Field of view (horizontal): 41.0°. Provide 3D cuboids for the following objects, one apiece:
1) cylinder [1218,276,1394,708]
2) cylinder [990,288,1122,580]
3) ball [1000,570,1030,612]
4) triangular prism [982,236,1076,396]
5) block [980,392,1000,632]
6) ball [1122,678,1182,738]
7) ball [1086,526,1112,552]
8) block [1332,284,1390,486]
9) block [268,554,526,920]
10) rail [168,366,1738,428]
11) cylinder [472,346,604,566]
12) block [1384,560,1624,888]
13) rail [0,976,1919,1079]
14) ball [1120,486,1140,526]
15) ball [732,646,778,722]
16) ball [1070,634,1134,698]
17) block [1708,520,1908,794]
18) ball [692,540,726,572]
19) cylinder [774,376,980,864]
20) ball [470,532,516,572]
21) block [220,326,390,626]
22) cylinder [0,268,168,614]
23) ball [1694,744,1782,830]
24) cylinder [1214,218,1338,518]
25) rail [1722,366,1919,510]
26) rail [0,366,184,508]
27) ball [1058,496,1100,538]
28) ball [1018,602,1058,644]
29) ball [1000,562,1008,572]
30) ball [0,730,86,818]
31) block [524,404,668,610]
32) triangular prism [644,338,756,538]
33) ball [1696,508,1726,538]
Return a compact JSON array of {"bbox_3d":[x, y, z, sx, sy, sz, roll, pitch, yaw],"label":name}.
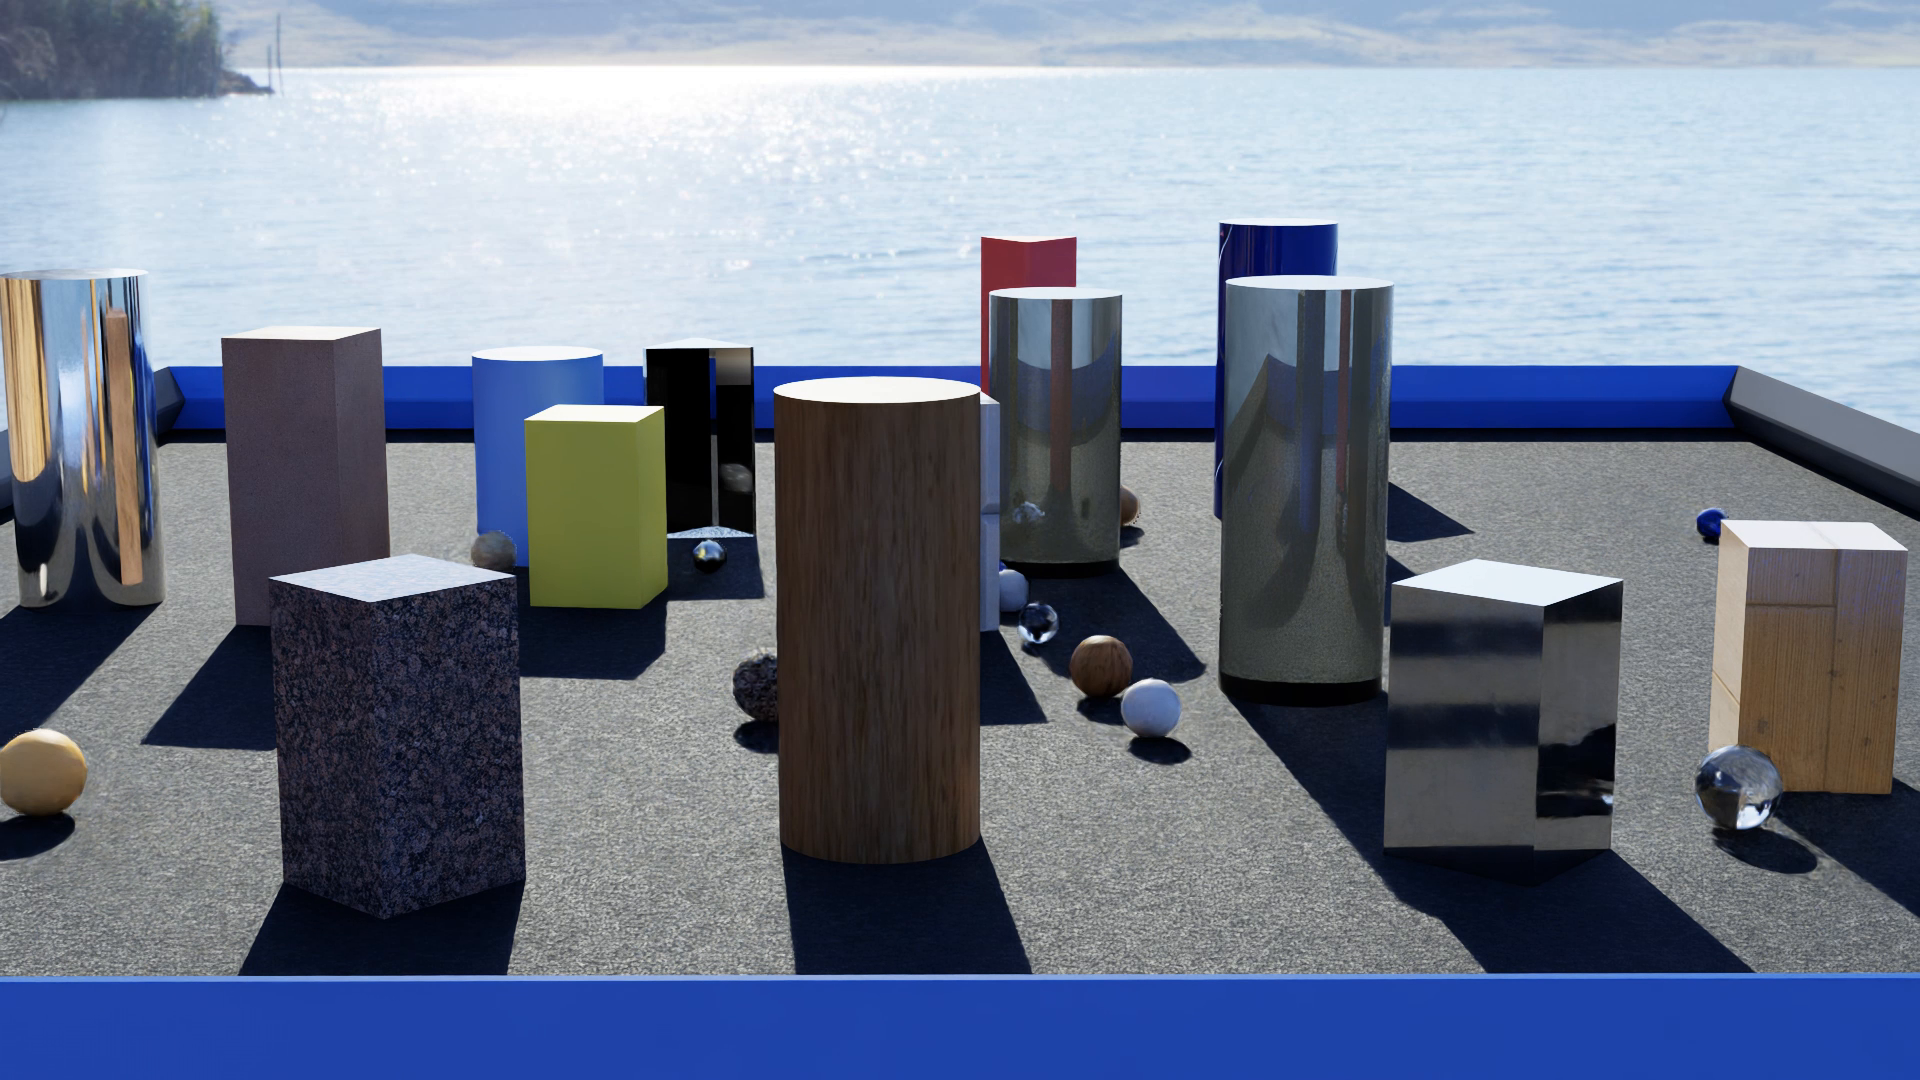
[{"bbox_3d":[0.401,-0.061,2.988,0.192,0.478,0.192,0,11,0],"label":"cylinder"},{"bbox_3d":[0.138,-0.158,3.725,0.192,0.400,0.192,0,11,0],"label":"cylinder"},{"bbox_3d":[0.065,0.068,3.446,0.057,0.057,0.057,0,11,0],"label":"ball"},{"bbox_3d":[0.100,-0.322,4.540,0.144,0.424,0.166,7,12,32],"label":"triangular prism"},{"bbox_3d":[-0.039,-0.040,3.369,0.154,0.297,0.154,-2,11,-11],"label":"block"},{"bbox_3d":[0.209,0.184,2.801,0.066,0.066,0.066,0,11,0],"label":"ball"},{"bbox_3d":[0.210,-0.002,3.869,0.040,0.040,0.040,0,11,0],"label":"ball"},{"bbox_3d":[0.647,-0.277,4.542,0.154,0.334,0.154,-7,13,-34],"label":"block"},{"bbox_3d":[-0.501,0.170,2.291,0.154,0.279,0.154,10,14,42],"label":"block"},{"bbox_3d":[-0.010,-0.285,5.152,3.166,0.125,0.045,0,11,0],"label":"rail"},{"bbox_3d":[-0.625,-0.127,3.824,0.192,0.303,0.192,0,11,0],"label":"cylinder"},{"bbox_3d":[0.503,0.165,2.377,0.154,0.258,0.154,9,14,39],"label":"block"},{"bbox_3d":[0.010,0.349,1.746,3.166,0.125,0.045,0,11,0],"label":"rail"},{"bbox_3d":[0.253,-0.055,4.087,0.065,0.065,0.065,0,11,0],"label":"ball"},{"bbox_3d":[-0.214,0.161,2.872,0.084,0.084,0.084,0,11,0],"label":"ball"},{"bbox_3d":[0.164,0.147,2.976,0.074,0.074,0.074,0,11,0],"label":"ball"},{"bbox_3d":[0.872,0.118,2.649,0.154,0.251,0.154,1,11,6],"label":"block"},{"bbox_3d":[-0.363,0.024,3.710,0.047,0.047,0.047,0,11,0],"label":"ball"},{"bbox_3d":[-0.077,0.071,2.418,0.192,0.428,0.192,0,11,0],"label":"cylinder"},{"bbox_3d":[-0.670,0.020,3.686,0.064,0.064,0.064,0,11,0],"label":"ball"},{"bbox_3d":[-0.862,-0.086,3.398,0.154,0.378,0.154,2,11,10],"label":"block"},{"bbox_3d":[-1.189,-0.137,3.483,0.192,0.447,0.192,0,11,0],"label":"cylinder"},{"bbox_3d":[0.748,0.238,2.466,0.082,0.082,0.082,0,11,0],"label":"ball"},{"bbox_3d":[0.510,-0.276,4.154,0.192,0.476,0.192,0,11,0],"label":"cylinder"},{"bbox_3d":[1.559,0.030,3.458,0.045,0.125,3.512,0,11,0],"label":"rail"},{"bbox_3d":[-1.559,0.034,3.440,0.045,0.125,3.512,0,11,0],"label":"rail"},{"bbox_3d":[0.185,-0.036,3.988,0.064,0.064,0.064,0,11,0],"label":"ball"},{"bbox_3d":[0.100,0.105,3.261,0.052,0.052,0.052,0,11,0],"label":"ball"},{"bbox_3d":[0.040,0.055,3.514,0.059,0.059,0.059,0,11,0],"label":"ball"},{"bbox_3d":[-0.899,0.228,2.509,0.085,0.085,0.085,0,11,0],"label":"ball"},{"bbox_3d":[-0.498,-0.048,3.527,0.154,0.255,0.154,1,11,7],"label":"block"},{"bbox_3d":[-0.411,-0.163,4.036,0.166,0.296,0.144,-1,11,-7],"label":"triangular prism"},{"bbox_3d":[1.166,-0.026,3.979,0.047,0.047,0.047,0,11,0],"label":"ball"}]
